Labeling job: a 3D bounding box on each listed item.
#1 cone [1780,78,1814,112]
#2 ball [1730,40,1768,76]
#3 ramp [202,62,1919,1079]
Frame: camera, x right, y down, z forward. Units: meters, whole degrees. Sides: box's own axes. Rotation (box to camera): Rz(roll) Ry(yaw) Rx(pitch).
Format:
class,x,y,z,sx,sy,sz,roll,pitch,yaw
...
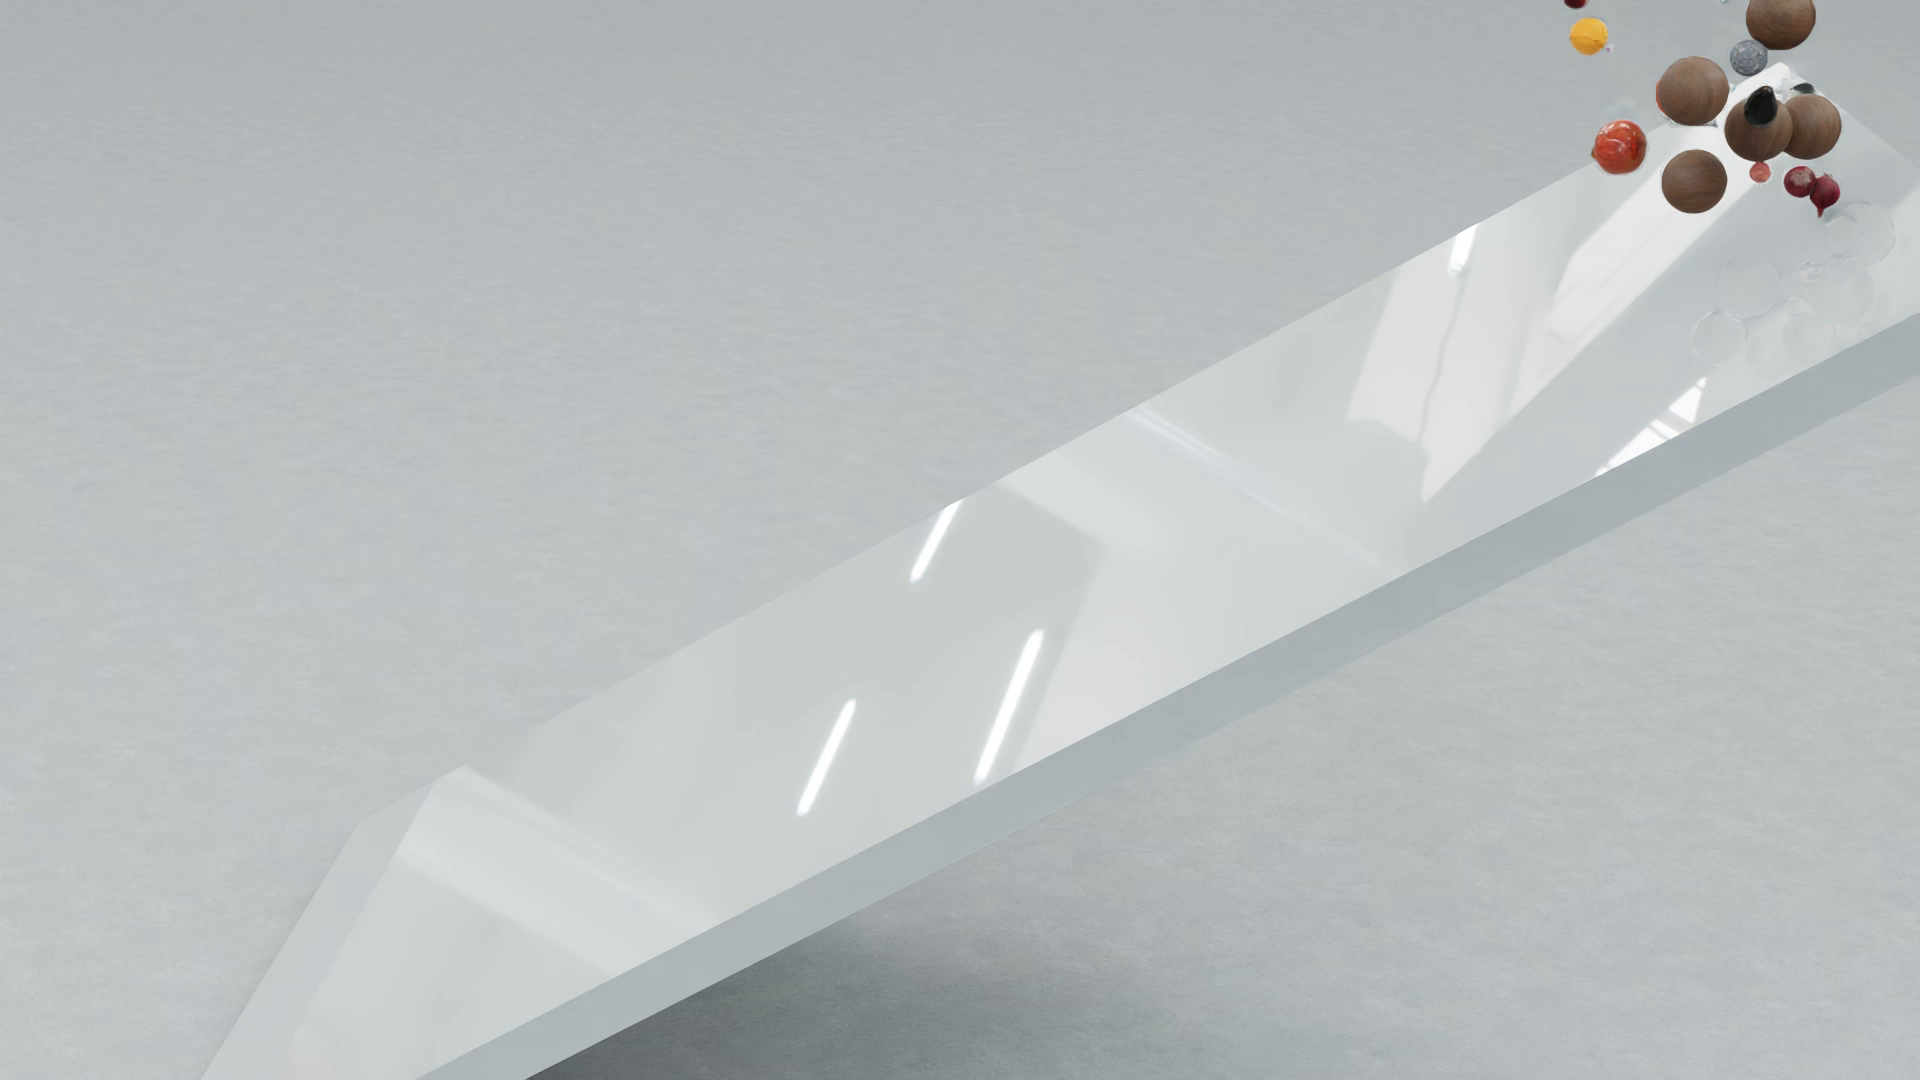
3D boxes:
class,x,y,z,sx,sy,sz,roll,pitch,yaw
cone,1.662,-0.907,5.894,0.072,0.072,0.072,-7,45,-19
ball,1.514,-0.925,5.644,0.071,0.071,0.071,0,18,0
ramp,0.142,0.168,6.284,4.000,0.100,2.000,-28,15,12
